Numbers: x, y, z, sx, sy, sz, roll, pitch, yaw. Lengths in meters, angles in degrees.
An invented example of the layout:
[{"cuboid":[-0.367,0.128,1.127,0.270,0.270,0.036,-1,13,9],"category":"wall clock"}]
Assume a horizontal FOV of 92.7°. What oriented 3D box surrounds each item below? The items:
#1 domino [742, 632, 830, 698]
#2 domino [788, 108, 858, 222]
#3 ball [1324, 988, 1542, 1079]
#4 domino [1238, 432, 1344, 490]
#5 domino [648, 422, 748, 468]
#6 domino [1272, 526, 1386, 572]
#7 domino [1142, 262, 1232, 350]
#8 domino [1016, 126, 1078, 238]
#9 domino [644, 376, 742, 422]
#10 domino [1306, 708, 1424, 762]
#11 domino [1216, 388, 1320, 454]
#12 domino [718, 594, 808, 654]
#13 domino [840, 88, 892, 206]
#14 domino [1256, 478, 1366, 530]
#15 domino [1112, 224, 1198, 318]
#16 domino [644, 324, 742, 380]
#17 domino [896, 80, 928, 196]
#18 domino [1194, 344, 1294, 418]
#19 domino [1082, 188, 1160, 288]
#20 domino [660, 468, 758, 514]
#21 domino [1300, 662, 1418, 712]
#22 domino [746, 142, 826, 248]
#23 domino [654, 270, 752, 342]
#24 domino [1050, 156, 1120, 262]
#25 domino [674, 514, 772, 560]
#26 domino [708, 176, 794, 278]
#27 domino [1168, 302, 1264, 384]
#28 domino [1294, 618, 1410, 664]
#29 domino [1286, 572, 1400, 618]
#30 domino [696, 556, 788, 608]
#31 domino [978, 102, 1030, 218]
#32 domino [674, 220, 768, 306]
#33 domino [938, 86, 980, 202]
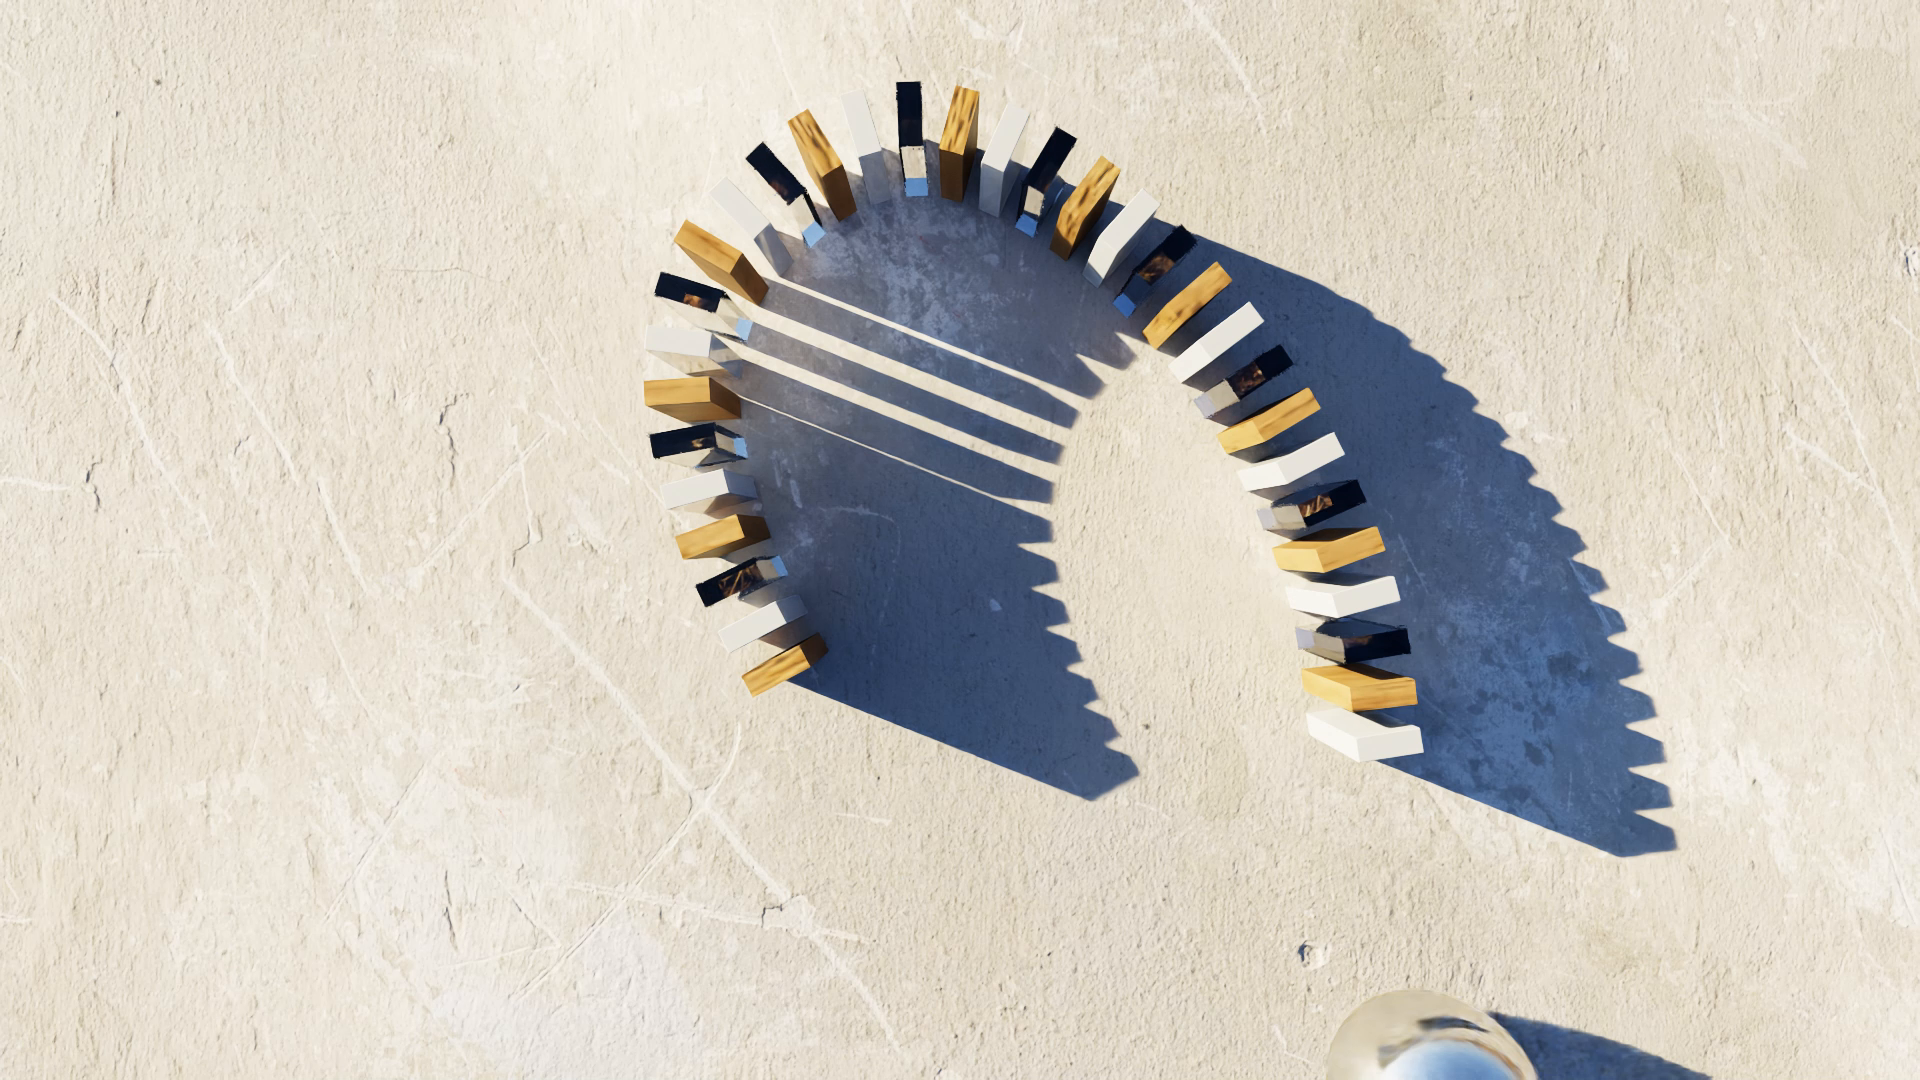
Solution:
[{"cuboid":[-0.070,0.050,0.375,0.025,0.050,0.010,-28,90,0],"category":"domino"},{"cuboid":[-0.055,-0.152,0.375,0.010,0.050,0.025,-32,90,0],"category":"domino"},{"cuboid":[0.186,0.221,0.360,0.080,0.080,0.080,0,90,0],"category":"ball"},{"cuboid":[0.134,-0.031,0.375,0.025,0.050,0.010,-27,90,0],"category":"domino"},{"cuboid":[-0.106,-0.038,0.375,0.025,0.050,0.010,-11,90,0],"category":"domino"},{"cuboid":[0.149,0.004,0.375,0.025,0.050,0.009,-20,90,0],"category":"domino"},{"cuboid":[0.092,-0.095,0.375,0.025,0.050,0.009,-41,90,0],"category":"domino"},{"cuboid":[0.035,-0.145,0.375,0.010,0.050,0.025,31,90,0],"category":"domino"},{"cuboid":[-0.108,-0.057,0.375,0.025,0.050,0.010,-4,90,0],"category":"domino"},{"cuboid":[0.164,0.078,0.375,0.025,0.050,0.010,-9,90,0],"category":"domino"},{"cuboid":[0.125,-0.048,0.375,0.025,0.050,0.010,-31,90,0],"category":"domino"},{"cuboid":[-0.079,0.033,0.375,0.025,0.050,0.010,-28,90,0],"category":"domino"},{"cuboid":[-0.038,-0.159,0.375,0.010,0.050,0.025,-17,90,0],"category":"domino"},{"cuboid":[0.142,-0.014,0.375,0.025,0.050,0.010,-24,90,0],"category":"domino"},{"cuboid":[0.079,-0.109,0.375,0.025,0.050,0.009,-44,90,0],"category":"domino"},{"cuboid":[-0.108,-0.076,0.375,0.025,0.050,0.009,7,90,0],"category":"domino"},{"cuboid":[-0.019,-0.163,0.375,0.009,0.050,0.025,-2,90,0],"category":"domino"},{"cuboid":[0.115,-0.064,0.375,0.025,0.050,0.010,-34,90,0],"category":"domino"},{"cuboid":[0.065,-0.122,0.375,0.010,0.050,0.025,42,90,0],"category":"domino"},{"cuboid":[-0.101,-0.019,0.375,0.025,0.050,0.010,-15,90,0],"category":"domino"},{"cuboid":[0.162,0.059,0.375,0.025,0.050,0.009,-7,90,0],"category":"domino"},{"cuboid":[-0.070,-0.140,0.375,0.009,0.050,0.025,-43,90,0],"category":"domino"},{"cuboid":[-0.104,-0.095,0.375,0.025,0.050,0.010,17,90,0],"category":"domino"},{"cuboid":[0.050,-0.134,0.375,0.009,0.050,0.025,37,90,0],"category":"domino"},{"cuboid":[-0.096,-0.001,0.375,0.025,0.050,0.009,-20,90,0],"category":"domino"},{"cuboid":[-0.084,-0.127,0.375,0.010,0.050,0.025,-44,90,0],"category":"domino"},{"cuboid":[0.104,-0.080,0.375,0.025,0.050,0.010,-37,90,0],"category":"domino"},{"cuboid":[0.159,0.041,0.375,0.025,0.050,0.009,-10,90,0],"category":"domino"},{"cuboid":[0.155,0.022,0.375,0.025,0.050,0.010,-15,90,0],"category":"domino"},{"cuboid":[-0.088,0.016,0.375,0.025,0.050,0.010,-26,90,0],"category":"domino"},{"cuboid":[0.018,-0.154,0.375,0.009,0.050,0.025,24,90,0],"category":"domino"},{"cuboid":[-0.096,-0.112,0.375,0.025,0.050,0.010,30,90,0],"category":"domino"},{"cuboid":[0.000,-0.160,0.375,0.009,0.050,0.025,15,90,0],"category":"domino"}]
